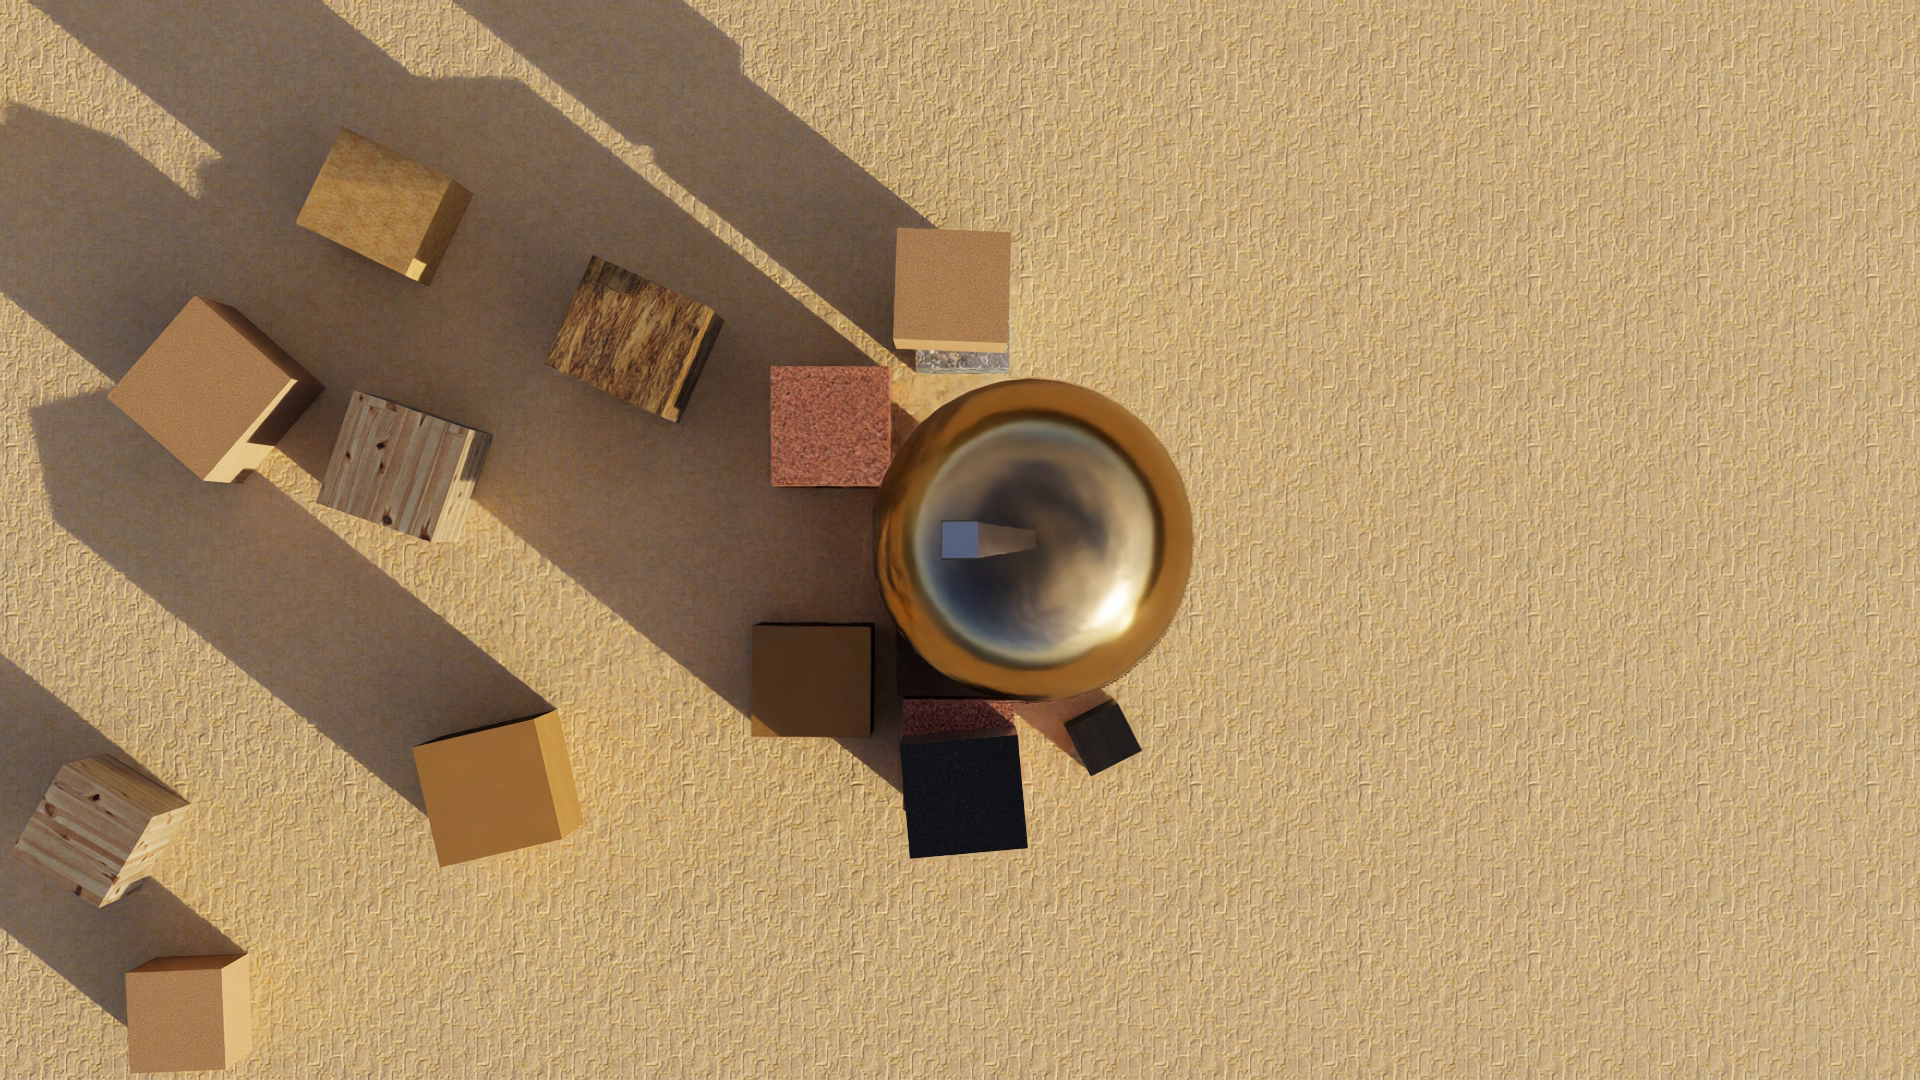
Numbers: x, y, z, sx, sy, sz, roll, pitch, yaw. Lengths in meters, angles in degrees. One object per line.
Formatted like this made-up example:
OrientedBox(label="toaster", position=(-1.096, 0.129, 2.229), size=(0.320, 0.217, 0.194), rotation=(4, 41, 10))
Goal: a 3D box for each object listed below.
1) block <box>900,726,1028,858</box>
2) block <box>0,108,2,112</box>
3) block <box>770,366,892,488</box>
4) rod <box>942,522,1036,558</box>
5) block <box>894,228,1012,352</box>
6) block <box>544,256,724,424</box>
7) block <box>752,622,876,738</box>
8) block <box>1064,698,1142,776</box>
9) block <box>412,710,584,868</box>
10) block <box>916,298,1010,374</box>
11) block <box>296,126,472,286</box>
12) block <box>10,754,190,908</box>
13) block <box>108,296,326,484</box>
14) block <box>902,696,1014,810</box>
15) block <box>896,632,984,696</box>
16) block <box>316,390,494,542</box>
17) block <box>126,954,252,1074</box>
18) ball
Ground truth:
OrientedBox(label="block", position=(0.021, 1.375, 12.062), size=(0.635, 0.578, 0.610), rotation=(-5, 90, 0))
OrientedBox(label="block", position=(-5.970, -2.612, 12.771), size=(0.460, 0.458, 0.441), rotation=(-31, 90, 0))
OrientedBox(label="block", position=(-0.731, -0.642, 12.676), size=(0.664, 0.648, 0.668), rotation=(0, 90, 0))
OrientedBox(label="rod", position=(0.154, 0.000, 7.469), size=(0.080, 5.200, 0.080), rotation=(0, 90, 3))
OrientedBox(label="block", position=(-0.042, -1.381, 12.240), size=(0.620, 0.609, 0.603), rotation=(2, 90, 0))
OrientedBox(label="block", position=(-1.853, -1.136, 12.612), size=(0.711, 0.776, 0.665), rotation=(24, 90, 0))
OrientedBox(label="block", position=(-0.842, 0.802, 12.721), size=(0.674, 0.558, 0.627), rotation=(1, 90, 0))
OrientedBox(label="block", position=(0.829, 1.147, 12.809), size=(0.331, 0.382, 0.308), rotation=(-27, 90, 0))
OrientedBox(label="block", position=(-2.642, 1.415, 12.642), size=(0.700, 0.717, 0.689), rotation=(-13, 90, 0))
OrientedBox(label="block", position=(0.015, -1.250, 12.772), size=(0.534, 0.456, 0.536), rotation=(0, 90, 0))
OrientedBox(label="block", position=(-3.319, -1.921, 12.723), size=(0.690, 0.554, 0.608), rotation=(26, 90, 0))
OrientedBox(label="block", position=(-4.945, 1.665, 12.684), size=(0.584, 0.632, 0.593), rotation=(31, 90, 0))
OrientedBox(label="block", position=(-4.267, -0.854, 12.666), size=(0.717, 0.668, 0.756), rotation=(41, 90, 0))
OrientedBox(label="block", position=(-0.008, 1.207, 12.675), size=(0.626, 0.649, 0.622), rotation=(0, 90, 0))
OrientedBox(label="block", position=(0.001, 0.524, 12.719), size=(0.715, 0.562, 0.721), rotation=(0, 90, 0))
OrientedBox(label="block", position=(-3.188, -0.415, 12.676), size=(0.685, 0.648, 0.669), rotation=(19, 90, 0))
OrientedBox(label="block", position=(-4.468, 2.742, 12.763), size=(0.547, 0.474, 0.574), rotation=(-2, 90, 0))
OrientedBox(label="ball", position=(0.355, 0.000, 10.863), size=(1.600, 1.600, 1.600), rotation=(0, 90, 0))
